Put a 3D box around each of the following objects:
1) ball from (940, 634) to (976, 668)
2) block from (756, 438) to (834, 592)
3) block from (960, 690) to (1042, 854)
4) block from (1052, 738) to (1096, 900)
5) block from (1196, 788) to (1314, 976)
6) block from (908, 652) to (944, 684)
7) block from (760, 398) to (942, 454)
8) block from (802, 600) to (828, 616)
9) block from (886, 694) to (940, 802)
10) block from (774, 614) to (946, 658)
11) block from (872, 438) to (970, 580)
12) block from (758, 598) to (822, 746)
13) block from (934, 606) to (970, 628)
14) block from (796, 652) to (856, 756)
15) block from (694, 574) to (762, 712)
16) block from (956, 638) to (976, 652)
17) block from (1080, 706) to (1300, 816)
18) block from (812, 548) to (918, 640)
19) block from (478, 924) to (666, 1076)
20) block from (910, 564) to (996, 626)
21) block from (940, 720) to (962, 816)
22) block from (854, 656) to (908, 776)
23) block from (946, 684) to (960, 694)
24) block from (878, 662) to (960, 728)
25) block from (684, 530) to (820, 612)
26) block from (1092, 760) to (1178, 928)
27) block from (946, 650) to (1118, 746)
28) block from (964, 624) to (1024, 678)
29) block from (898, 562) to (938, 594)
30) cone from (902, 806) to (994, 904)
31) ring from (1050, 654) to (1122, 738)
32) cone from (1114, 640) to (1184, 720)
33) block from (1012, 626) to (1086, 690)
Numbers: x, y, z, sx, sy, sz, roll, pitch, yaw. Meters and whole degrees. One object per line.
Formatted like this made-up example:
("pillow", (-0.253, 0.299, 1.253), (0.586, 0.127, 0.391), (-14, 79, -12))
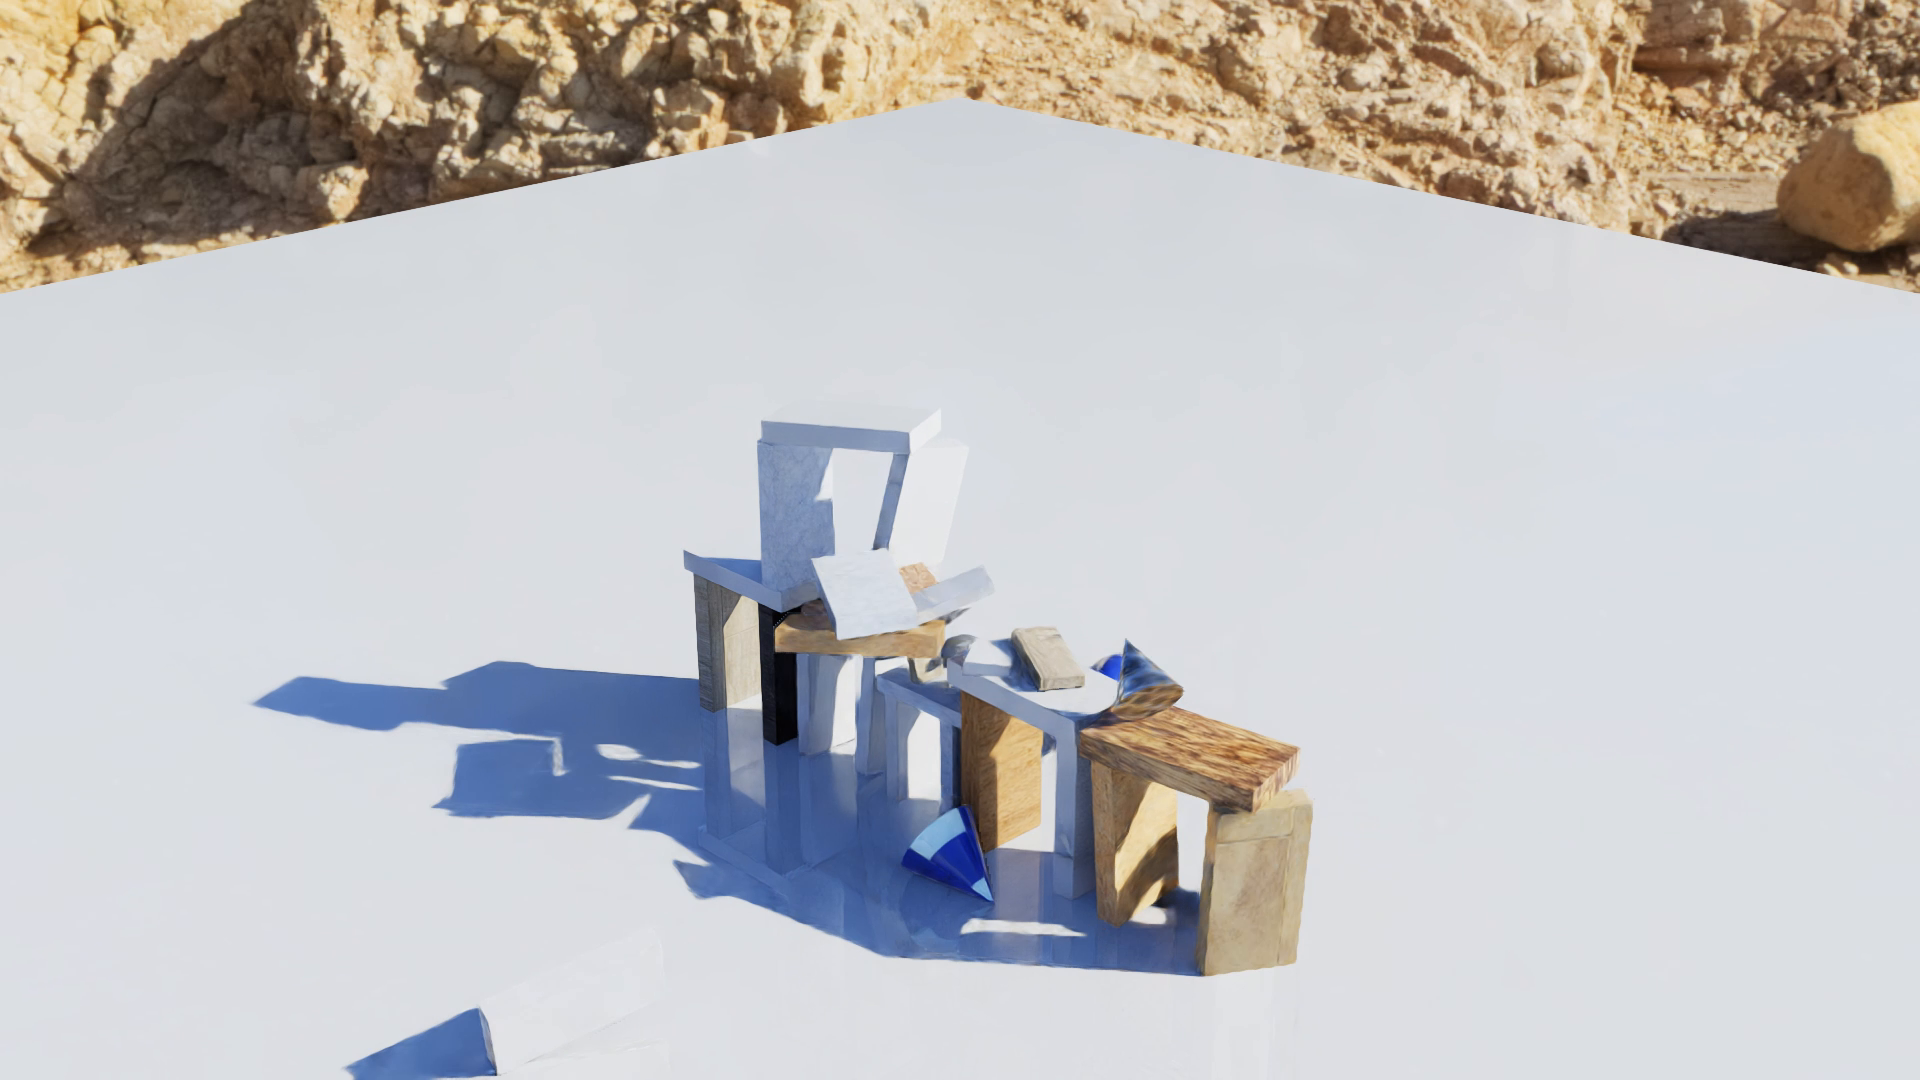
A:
("ball", (0.013, 0.301, 4.808), (0.189, 0.189, 0.189), (0, 23, 0))
("block", (-0.338, -0.070, 4.562), (0.046, 0.325, 0.162), (21, 31, 41))
("block", (0.082, 0.427, 4.306), (0.175, 0.350, 0.050), (-21, 30, -40))
("block", (0.257, 0.490, 4.158), (0.050, 0.350, 0.175), (22, 31, 40))
("block", (0.518, 0.606, 3.882), (0.174, 0.348, 0.049), (-5, 28, -12))
("block", (-0.078, 0.195, 4.390), (0.071, 0.172, 0.020), (-20, 15, -39))
("block", (-0.220, -0.232, 4.449), (0.325, 0.046, 0.162), (5, 22, 21))
("block", (-0.197, 0.178, 4.601), (0.131, 0.037, 0.263), (-6, 20, -45))
("block", (-0.097, 0.407, 4.499), (0.034, 0.237, 0.118), (21, 31, 41))
("block", (-0.191, 0.186, 4.259), (0.310, 0.044, 0.155), (2, 8, 5))
("block", (-0.097, -0.013, 4.517), (0.162, 0.395, 0.046), (-5, 26, -43))
("block", (-0.352, 0.264, 4.724), (0.046, 0.324, 0.162), (21, 31, 41))
("block", (-0.053, 0.164, 4.466), (0.071, 0.142, 0.020), (0, 61, -43))
("block", (-0.284, 0.313, 4.673), (0.037, 0.263, 0.131), (17, 24, 42))
("block", (-0.504, 0.204, 4.865), (0.046, 0.324, 0.162), (21, 31, 41))
("block", (0.042, 0.203, 4.397), (0.092, 0.013, 0.046), (-20, 8, -35))
("block", (0.406, 0.376, 3.898), (0.348, 0.049, 0.174), (17, 31, 32))
("block", (-0.189, 0.102, 4.292), (0.155, 0.044, 0.311), (-8, 22, -10))
("block", (-0.646, 0.769, 3.683), (0.311, 0.155, 0.044), (-22, 49, -24))
("block", (-0.022, 0.108, 4.280), (0.175, 0.025, 0.087), (-23, 25, -3))
("block", (0.015, 0.450, 4.396), (0.034, 0.237, 0.118), (21, 31, 41))
("block", (-0.149, 0.349, 4.572), (0.037, 0.263, 0.131), (15, 15, 43))
("block", (0.021, 0.284, 4.343), (0.092, 0.013, 0.046), (-11, 15, 31))
("block", (-0.041, 0.304, 4.395), (0.237, 0.034, 0.118), (21, 31, 41))
("block", (-0.428, 0.064, 4.722), (0.324, 0.046, 0.162), (21, 31, 41))
("block", (0.325, 0.525, 4.059), (0.174, 0.348, 0.049), (-27, 35, -37))
("block", (0.156, 0.278, 4.145), (0.175, 0.050, 0.350), (-19, 29, -38))
("block", (0.069, 0.211, 4.209), (0.087, 0.025, 0.175), (5, 23, 11))
("block", (-0.090, 0.084, 4.404), (0.071, 0.020, 0.142), (-14, 21, -12))
("cone", (0.011, 0.629, 4.180), (0.173, 0.173, 0.173), (-21, 57, -40))
("ring", (0.281, 0.340, 4.715), (0.079, 0.237, 0.237), (45, 28, -4))
("cone", (0.316, 0.231, 3.923), (0.131, 0.131, 0.131), (-8, 61, -19))
("block", (0.166, 0.221, 4.147), (0.087, 0.025, 0.177), (-3, 30, -17))
